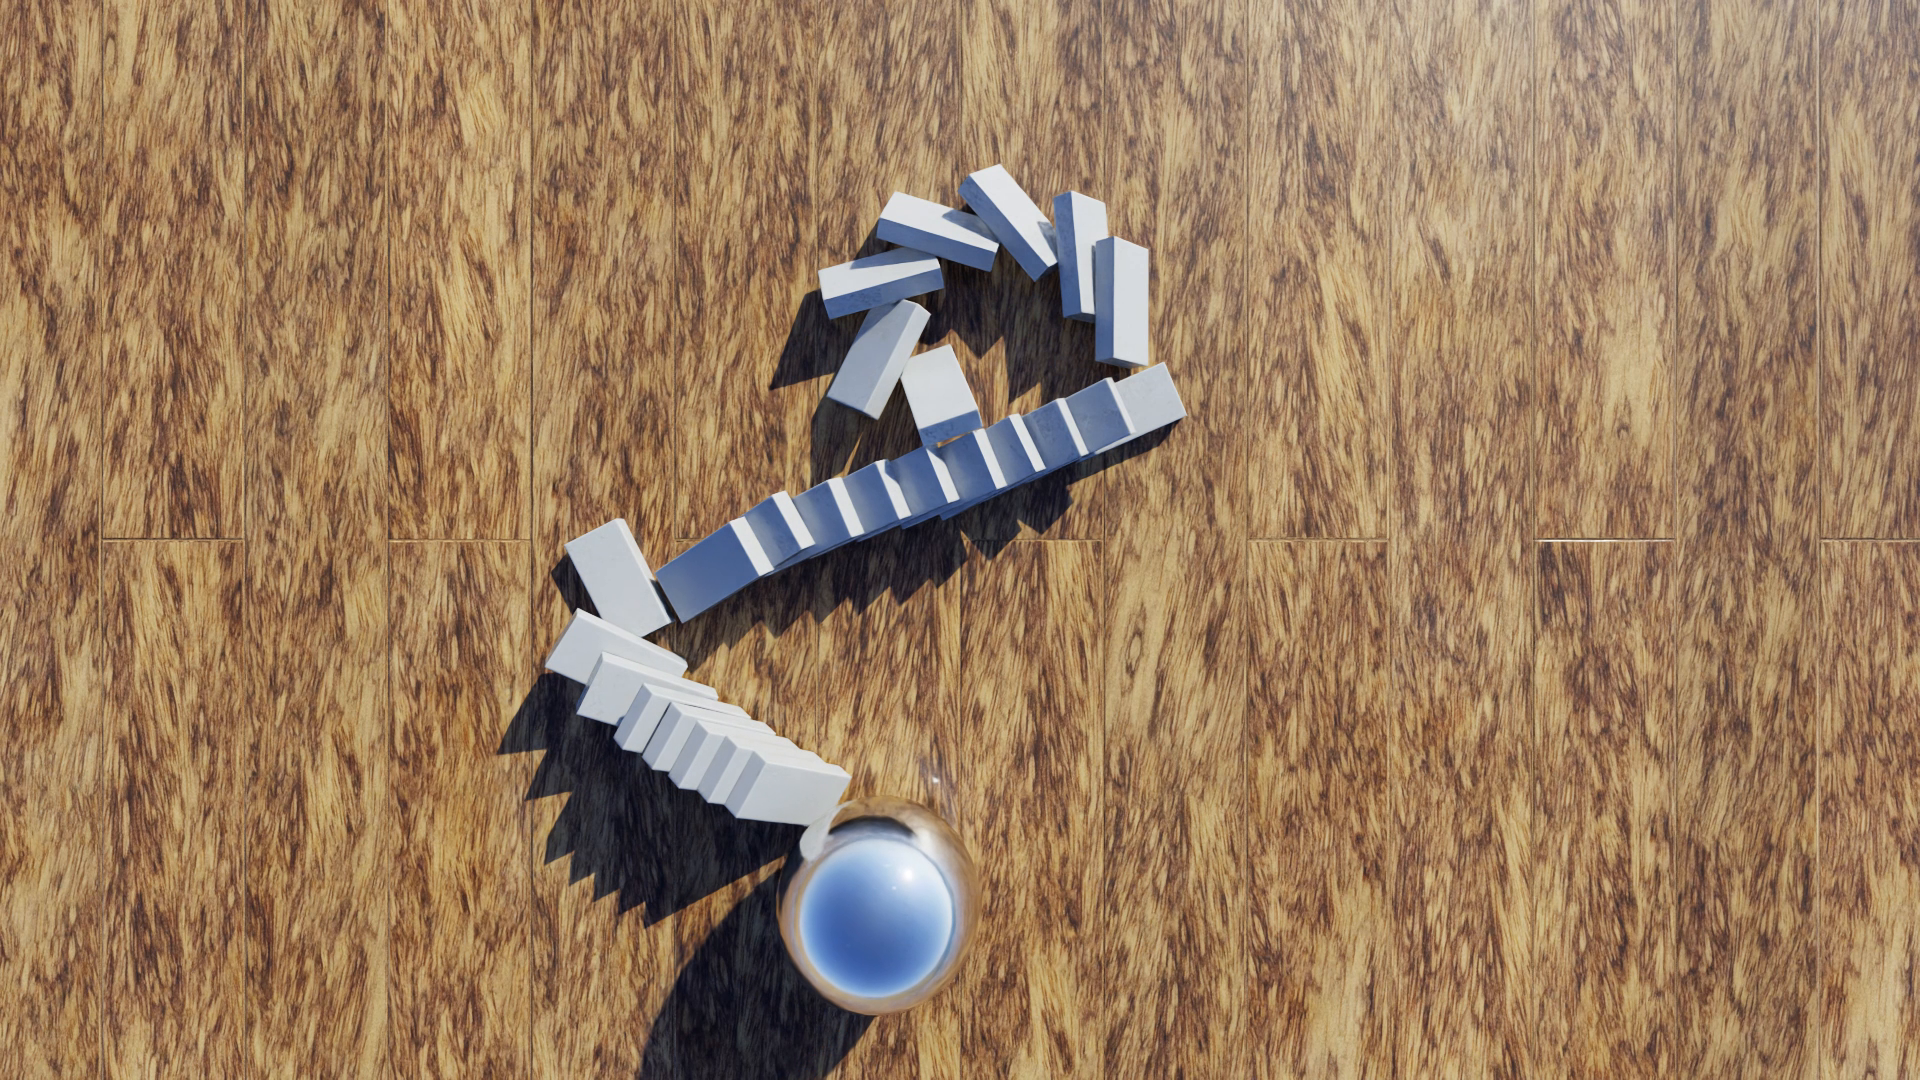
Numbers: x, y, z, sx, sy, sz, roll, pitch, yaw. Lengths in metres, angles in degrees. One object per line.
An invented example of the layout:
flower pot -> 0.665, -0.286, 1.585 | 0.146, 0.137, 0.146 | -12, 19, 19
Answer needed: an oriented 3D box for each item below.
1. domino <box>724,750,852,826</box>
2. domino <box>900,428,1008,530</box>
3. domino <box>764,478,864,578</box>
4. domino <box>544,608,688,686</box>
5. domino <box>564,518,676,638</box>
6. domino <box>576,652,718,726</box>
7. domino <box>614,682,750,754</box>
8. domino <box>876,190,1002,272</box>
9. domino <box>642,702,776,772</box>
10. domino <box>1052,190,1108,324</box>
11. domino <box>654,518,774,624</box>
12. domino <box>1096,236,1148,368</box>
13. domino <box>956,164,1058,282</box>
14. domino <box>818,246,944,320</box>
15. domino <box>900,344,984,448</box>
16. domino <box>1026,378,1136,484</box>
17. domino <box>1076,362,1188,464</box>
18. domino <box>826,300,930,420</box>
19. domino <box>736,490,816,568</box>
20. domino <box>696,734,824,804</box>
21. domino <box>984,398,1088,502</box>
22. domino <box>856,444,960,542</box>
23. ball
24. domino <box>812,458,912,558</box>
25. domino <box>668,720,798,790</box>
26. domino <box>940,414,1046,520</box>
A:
domino -> -0.070, 0.103, 0.378 | 0.009, 0.050, 0.025 | 29, 90, 41
domino -> -0.007, -0.025, 0.382 | 0.050, 0.009, 0.025 | -22, 91, 32
domino -> -0.066, -0.005, 0.384 | 0.050, 0.010, 0.025 | -23, 90, 29
domino -> -0.144, 0.052, 0.385 | 0.050, 0.009, 0.025 | 32, 90, -26
domino -> -0.146, 0.019, 0.395 | 0.025, 0.009, 0.050 | -27, 90, 0
domino -> -0.130, 0.067, 0.384 | 0.050, 0.010, 0.025 | 25, 93, -28
domino -> -0.114, 0.077, 0.378 | 0.010, 0.050, 0.025 | 29, 90, 43
domino -> -0.008, -0.131, 0.388 | 0.050, 0.009, 0.025 | 17, 46, 0
domino -> -0.102, 0.084, 0.378 | 0.010, 0.050, 0.025 | 29, 90, 41
domino -> 0.053, -0.119, 0.388 | 0.009, 0.025, 0.050 | -5, 90, 43
domino -> -0.104, 0.013, 0.384 | 0.050, 0.009, 0.025 | -29, 90, 28
domino -> 0.069, -0.100, 0.388 | 0.009, 0.025, 0.050 | 0, 90, 45
domino -> 0.024, -0.135, 0.388 | 0.050, 0.010, 0.025 | 49, 45, 0
domino -> -0.034, -0.110, 0.388 | 0.050, 0.010, 0.025 | -15, 46, 0
domino -> -0.009, -0.061, 0.379 | 0.025, 0.050, 0.009 | -19, 134, 0
domino -> 0.045, -0.046, 0.385 | 0.050, 0.010, 0.025 | -24, 90, 24
domino -> 0.069, -0.055, 0.395 | 0.050, 0.010, 0.025 | -23, 90, 0
domino -> -0.035, -0.078, 0.389 | 0.025, 0.009, 0.050 | 27, 90, 37
domino -> -0.087, 0.002, 0.384 | 0.050, 0.010, 0.025 | -29, 90, 28
domino -> -0.081, 0.097, 0.378 | 0.009, 0.050, 0.025 | 29, 90, 41
domino -> 0.026, -0.037, 0.384 | 0.050, 0.010, 0.025 | -24, 90, 27
domino -> -0.027, -0.019, 0.383 | 0.050, 0.009, 0.025 | -22, 91, 32
ball -> -0.032, 0.142, 0.360 | 0.080, 0.080, 0.080 | 0, 90, 0
domino -> -0.047, -0.013, 0.383 | 0.050, 0.010, 0.025 | -22, 90, 30
domino -> -0.092, 0.092, 0.378 | 0.010, 0.050, 0.025 | 29, 90, 41
domino -> 0.008, -0.030, 0.383 | 0.050, 0.010, 0.025 | -27, 89, 32
